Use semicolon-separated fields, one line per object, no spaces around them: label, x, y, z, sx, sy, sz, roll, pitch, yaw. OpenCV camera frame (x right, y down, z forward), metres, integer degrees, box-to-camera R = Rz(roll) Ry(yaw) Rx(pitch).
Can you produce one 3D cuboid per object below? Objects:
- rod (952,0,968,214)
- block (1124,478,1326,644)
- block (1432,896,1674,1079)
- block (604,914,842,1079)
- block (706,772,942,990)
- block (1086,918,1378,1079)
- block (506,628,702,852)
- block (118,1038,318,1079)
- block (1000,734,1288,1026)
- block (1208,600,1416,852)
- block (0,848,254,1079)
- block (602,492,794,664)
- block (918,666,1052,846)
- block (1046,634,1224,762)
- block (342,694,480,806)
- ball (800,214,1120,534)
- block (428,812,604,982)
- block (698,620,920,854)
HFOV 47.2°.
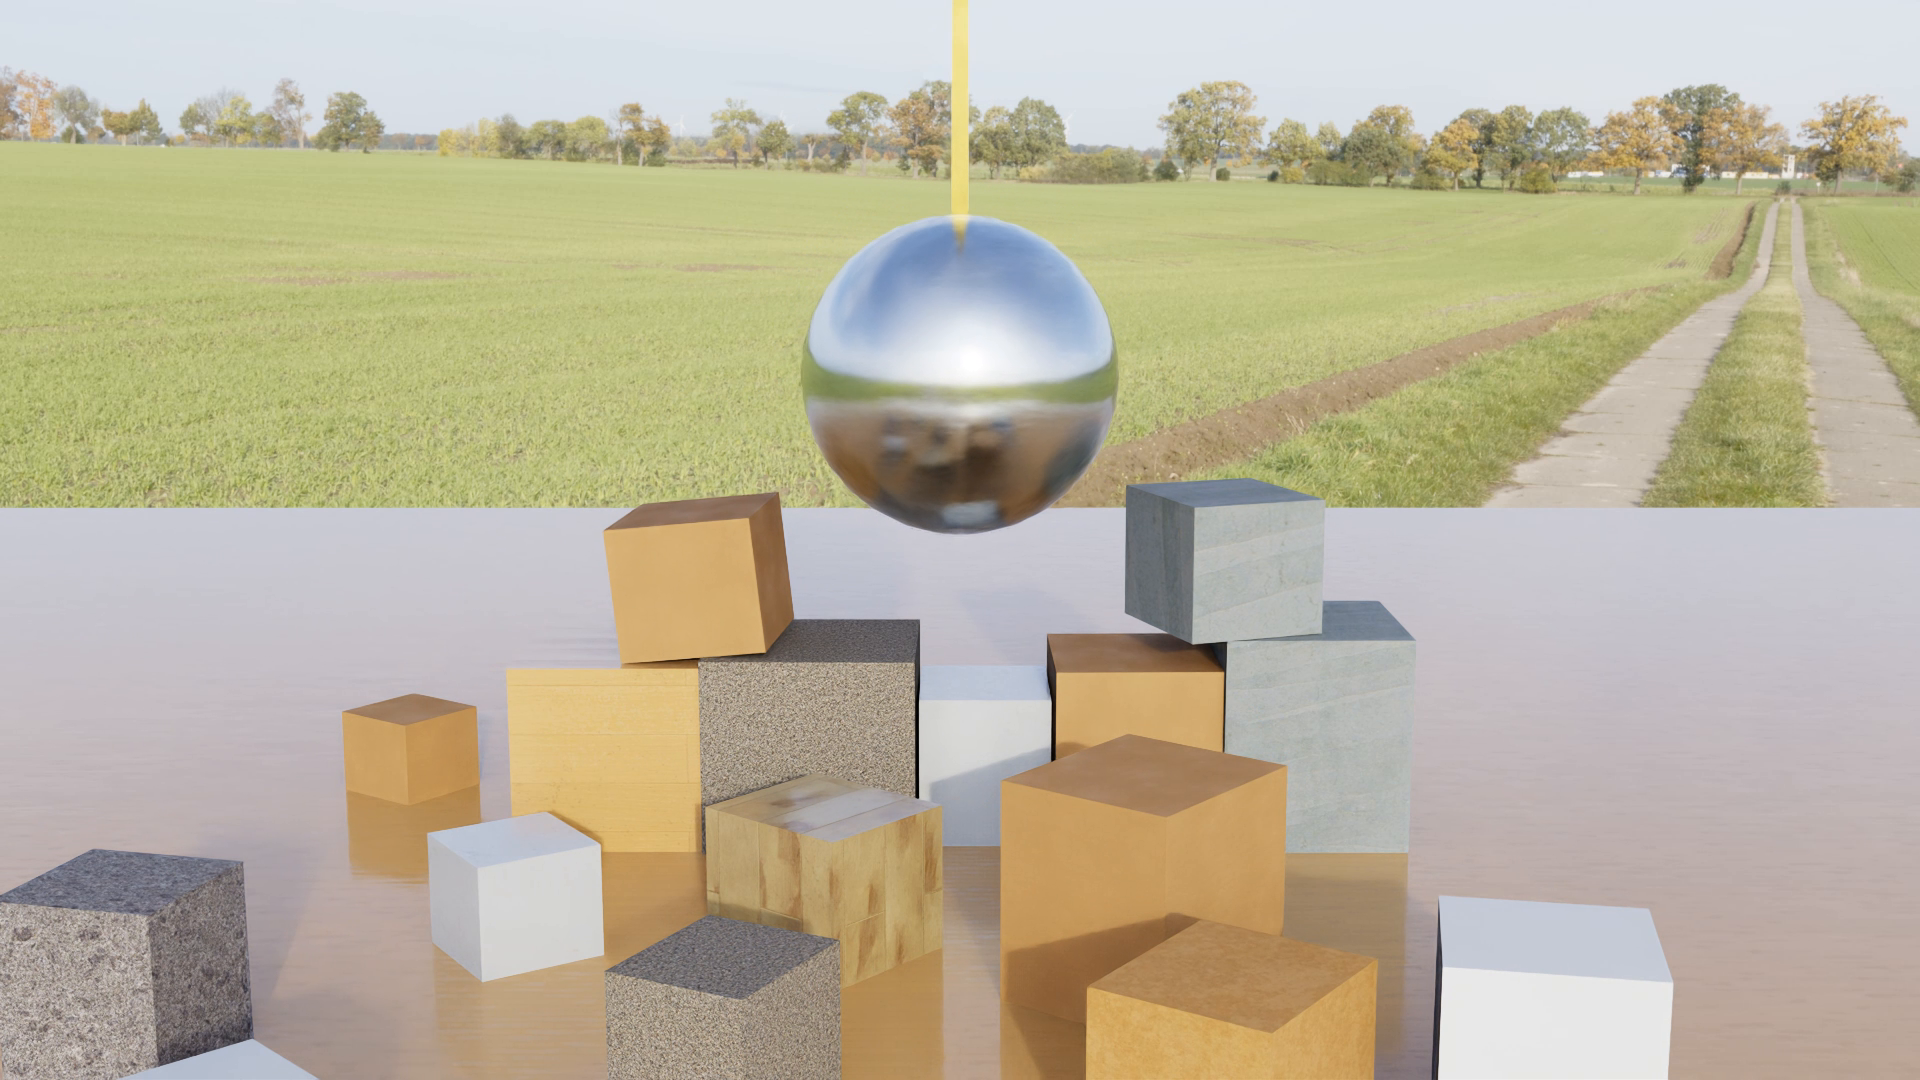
rod;0.000;-4.172;10.424;0.080;5.200;0.080;0;10;0
block;1.326;0.090;11.113;0.713;0.672;0.793;-4;11;-20
block;2.059;1.761;7.745;0.744;0.764;0.726;2;10;11
block;-0.845;1.796;7.942;0.576;0.624;0.649;5;12;27
block;-0.591;1.477;9.623;0.764;0.651;0.690;9;13;40
block;0.949;1.824;7.651;0.698;0.674;0.808;7;13;34
block;-1.759;1.014;11.361;0.949;0.939;0.917;0;10;0
block;-2.351;2.009;6.893;0.619;0.580;0.592;-10;14;-43
block;0.765;1.420;9.125;0.800;0.941;0.914;8;13;38
block;1.772;0.943;11.350;0.928;1.085;0.957;0;10;0
block;-3.183;1.655;8.390;0.661;0.742;0.629;2;11;13
block;-1.314;0.182;11.195;0.736;0.675;0.767;-5;10;7
block;0.125;1.105;11.377;0.659;0.756;0.741;0;10;0
block;0.885;1.026;11.367;0.831;0.915;0.877;0;10;-1
block;-3.010;1.140;12.063;0.514;0.440;0.502;7;13;35
ball;0.000;-0.828;11.036;1.600;1.600;1.600;0;10;0
block;-1.948;1.550;9.633;0.562;0.503;0.572;-7;12;-34
block;-0.748;0.995;11.349;1.061;0.982;0.994;0;10;1
